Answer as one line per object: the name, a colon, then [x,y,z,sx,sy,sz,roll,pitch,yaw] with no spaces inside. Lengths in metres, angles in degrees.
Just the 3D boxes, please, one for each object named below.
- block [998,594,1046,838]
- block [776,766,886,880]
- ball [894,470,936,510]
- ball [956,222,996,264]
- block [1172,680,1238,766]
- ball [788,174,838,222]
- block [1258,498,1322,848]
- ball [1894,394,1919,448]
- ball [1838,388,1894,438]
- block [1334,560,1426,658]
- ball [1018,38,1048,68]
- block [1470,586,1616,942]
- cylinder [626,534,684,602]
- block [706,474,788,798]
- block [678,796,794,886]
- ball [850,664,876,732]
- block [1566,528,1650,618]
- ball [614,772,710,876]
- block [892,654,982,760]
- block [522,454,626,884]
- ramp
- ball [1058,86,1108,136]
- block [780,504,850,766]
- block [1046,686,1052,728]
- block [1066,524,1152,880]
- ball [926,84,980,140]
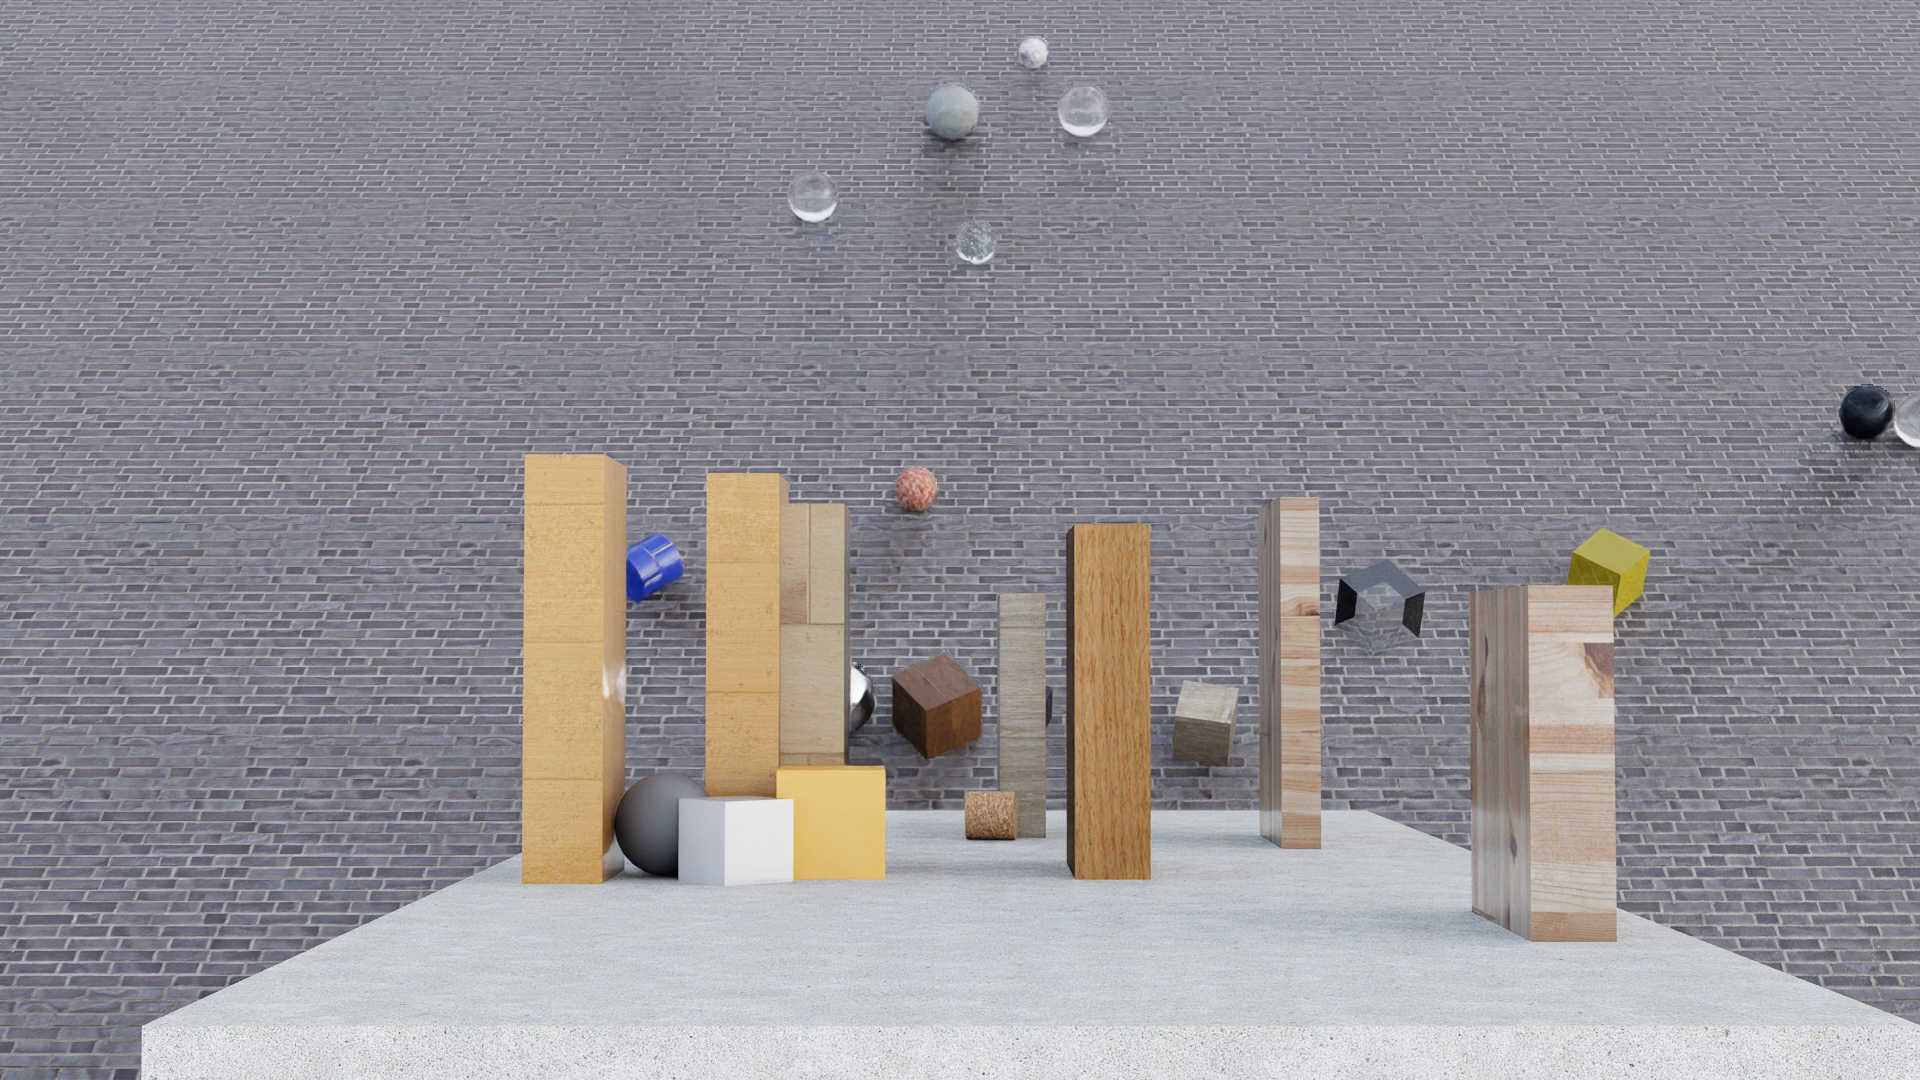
block: [0.143,0.408,6.127,0.104,0.554,0.443,0,-2,0]
block: [-0.243,0.532,4.920,0.201,0.201,0.201,0,-2,-2]
ball: [-0.141,-0.156,8.109,0.130,0.130,0.130,0,37,0]
ball: [0.057,-1.061,9.304,0.147,0.147,0.147,0,37,0]
block: [0.680,0.507,7.204,0.154,0.154,0.154,8,38,10]
ball: [-0.538,-1.255,9.537,0.178,0.178,0.178,0,37,0]
block: [0.731,0.293,5.788,0.084,0.754,0.415,0,-2,0]
ball: [3.100,-0.383,8.377,0.172,0.172,0.172,0,37,0]
ball: [2.933,-0.411,8.419,0.168,0.168,0.168,0,37,0]
block: [1.225,0.199,7.596,0.176,0.176,0.176,-19,41,-24]
ball: [0.295,-1.973,10.543,0.122,0.122,0.122,0,37,0]
block: [0.891,0.334,4.004,0.124,0.517,0.440,0,-2,0]
cylinder: [-0.935,0.082,7.772,0.153,0.153,0.153,29,46,33]
block: [-0.417,0.259,5.115,0.139,0.764,0.276,0,-2,0]
block: [-0.412,0.551,4.785,0.151,0.151,0.151,2,-3,-39]
ball: [-0.337,0.441,7.250,0.204,0.204,0.204,0,37,0]
block: [1.927,0.099,7.740,0.165,0.165,0.165,29,46,33]
ball: [-0.552,0.535,4.894,0.194,0.194,0.194,0,37,0]
block: [-0.065,0.463,7.241,0.180,0.180,0.180,-22,42,-26]
block: [-0.722,0.241,4.895,0.145,0.781,0.319,0,-2,0]
ramp: [0.081,0.683,4.918,2.000,0.100,4.000,0,-2,0]
ball: [0.477,-1.658,10.061,0.195,0.195,0.195,0,37,0]
block: [-0.288,0.289,5.162,0.128,0.709,0.259,0,-2,0]
block: [0.188,0.477,7.279,0.112,0.112,0.112,12,38,15]
block: [0.283,0.308,5.015,0.140,0.658,0.382,0,-2,0]
ball: [-0.030,-1.650,10.039,0.209,0.209,0.209,0,37,0]
